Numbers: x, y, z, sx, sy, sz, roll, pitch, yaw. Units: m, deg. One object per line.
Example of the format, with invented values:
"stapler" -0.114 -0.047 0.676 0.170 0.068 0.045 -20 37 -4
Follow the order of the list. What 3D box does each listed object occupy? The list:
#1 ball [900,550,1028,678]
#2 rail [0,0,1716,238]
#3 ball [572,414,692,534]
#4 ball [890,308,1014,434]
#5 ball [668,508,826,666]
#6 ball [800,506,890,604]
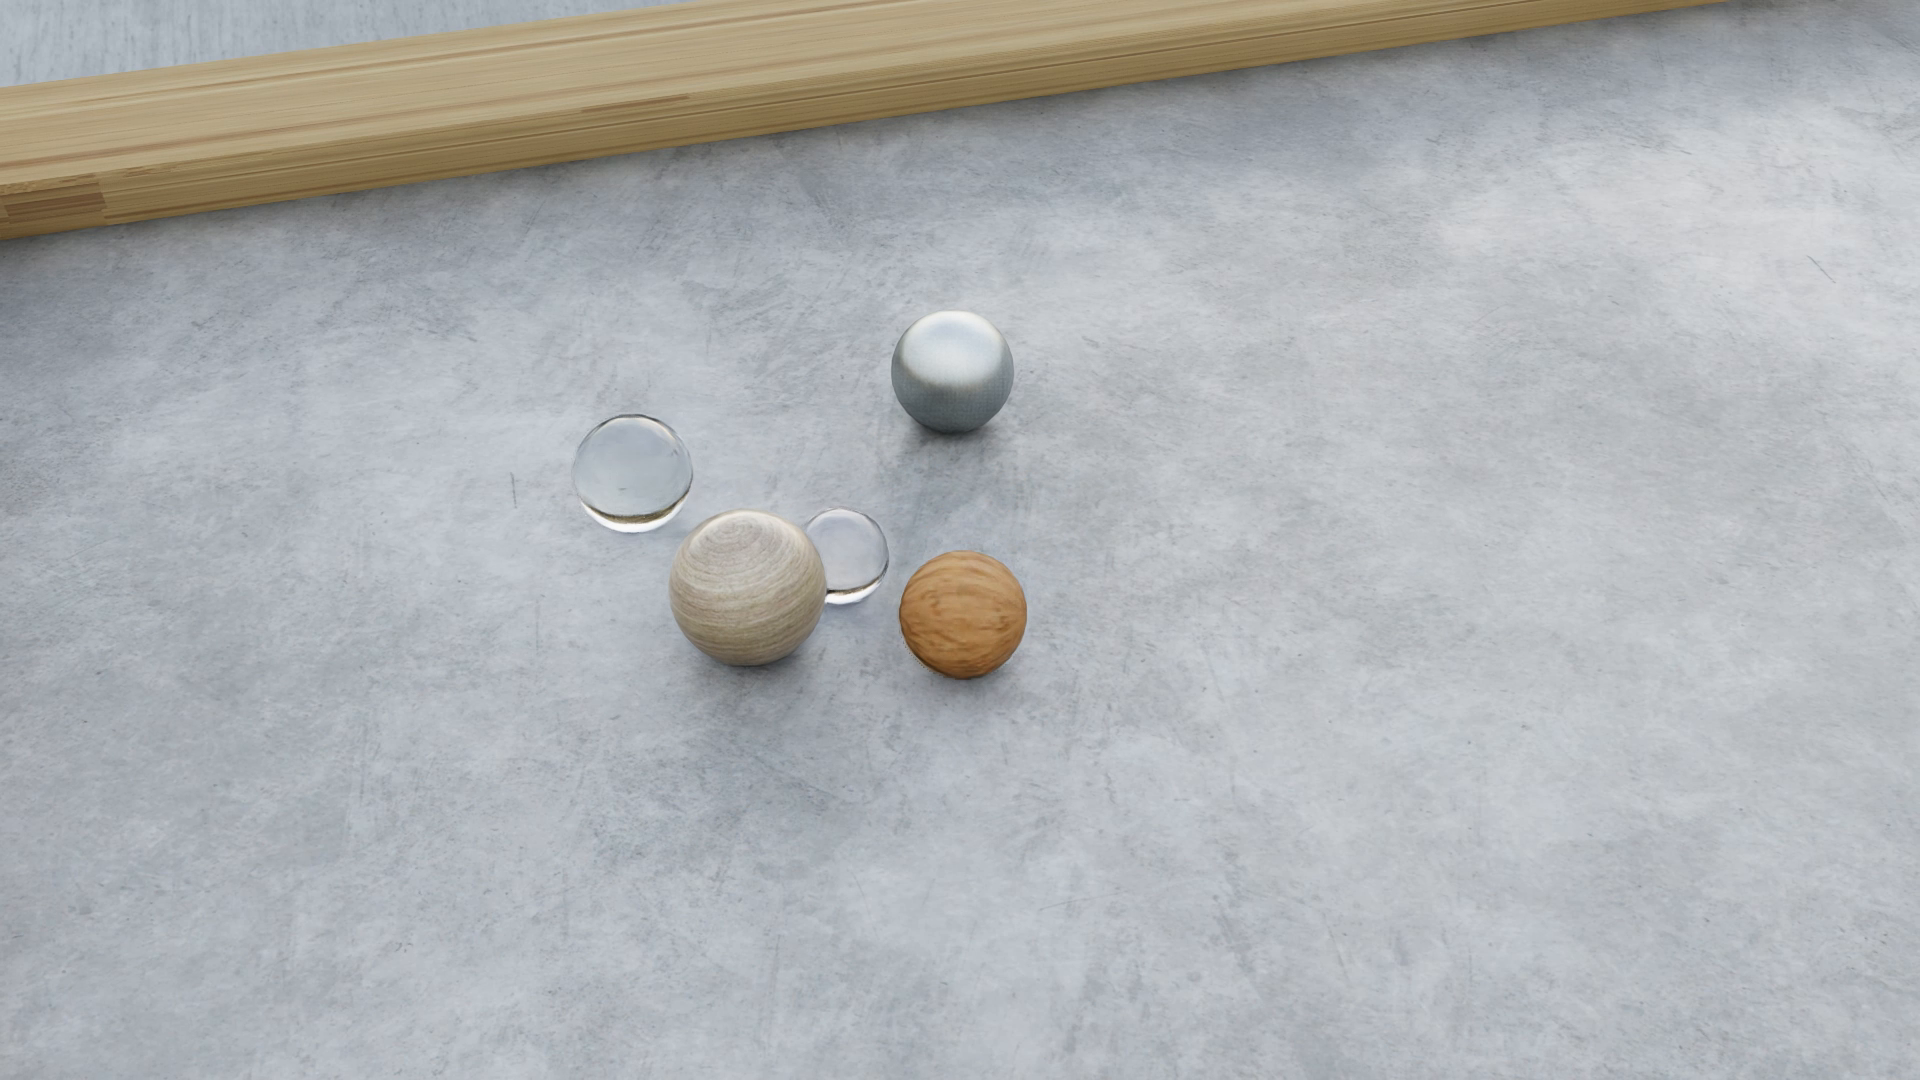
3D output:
"ball" 0.002 0.044 1.534 0.076 0.076 0.076 0 35 0
"rail" 0.416 -0.482 2.237 2.552 0.123 0.045 -10 37 -14
"ball" -0.211 -0.043 1.657 0.077 0.077 0.077 0 35 0
"ball" -0.005 -0.115 1.753 0.085 0.085 0.085 0 35 0
"ball" -0.128 0.028 1.541 0.095 0.095 0.095 0 35 0
"ball" -0.074 0.010 1.596 0.061 0.061 0.061 0 35 0
